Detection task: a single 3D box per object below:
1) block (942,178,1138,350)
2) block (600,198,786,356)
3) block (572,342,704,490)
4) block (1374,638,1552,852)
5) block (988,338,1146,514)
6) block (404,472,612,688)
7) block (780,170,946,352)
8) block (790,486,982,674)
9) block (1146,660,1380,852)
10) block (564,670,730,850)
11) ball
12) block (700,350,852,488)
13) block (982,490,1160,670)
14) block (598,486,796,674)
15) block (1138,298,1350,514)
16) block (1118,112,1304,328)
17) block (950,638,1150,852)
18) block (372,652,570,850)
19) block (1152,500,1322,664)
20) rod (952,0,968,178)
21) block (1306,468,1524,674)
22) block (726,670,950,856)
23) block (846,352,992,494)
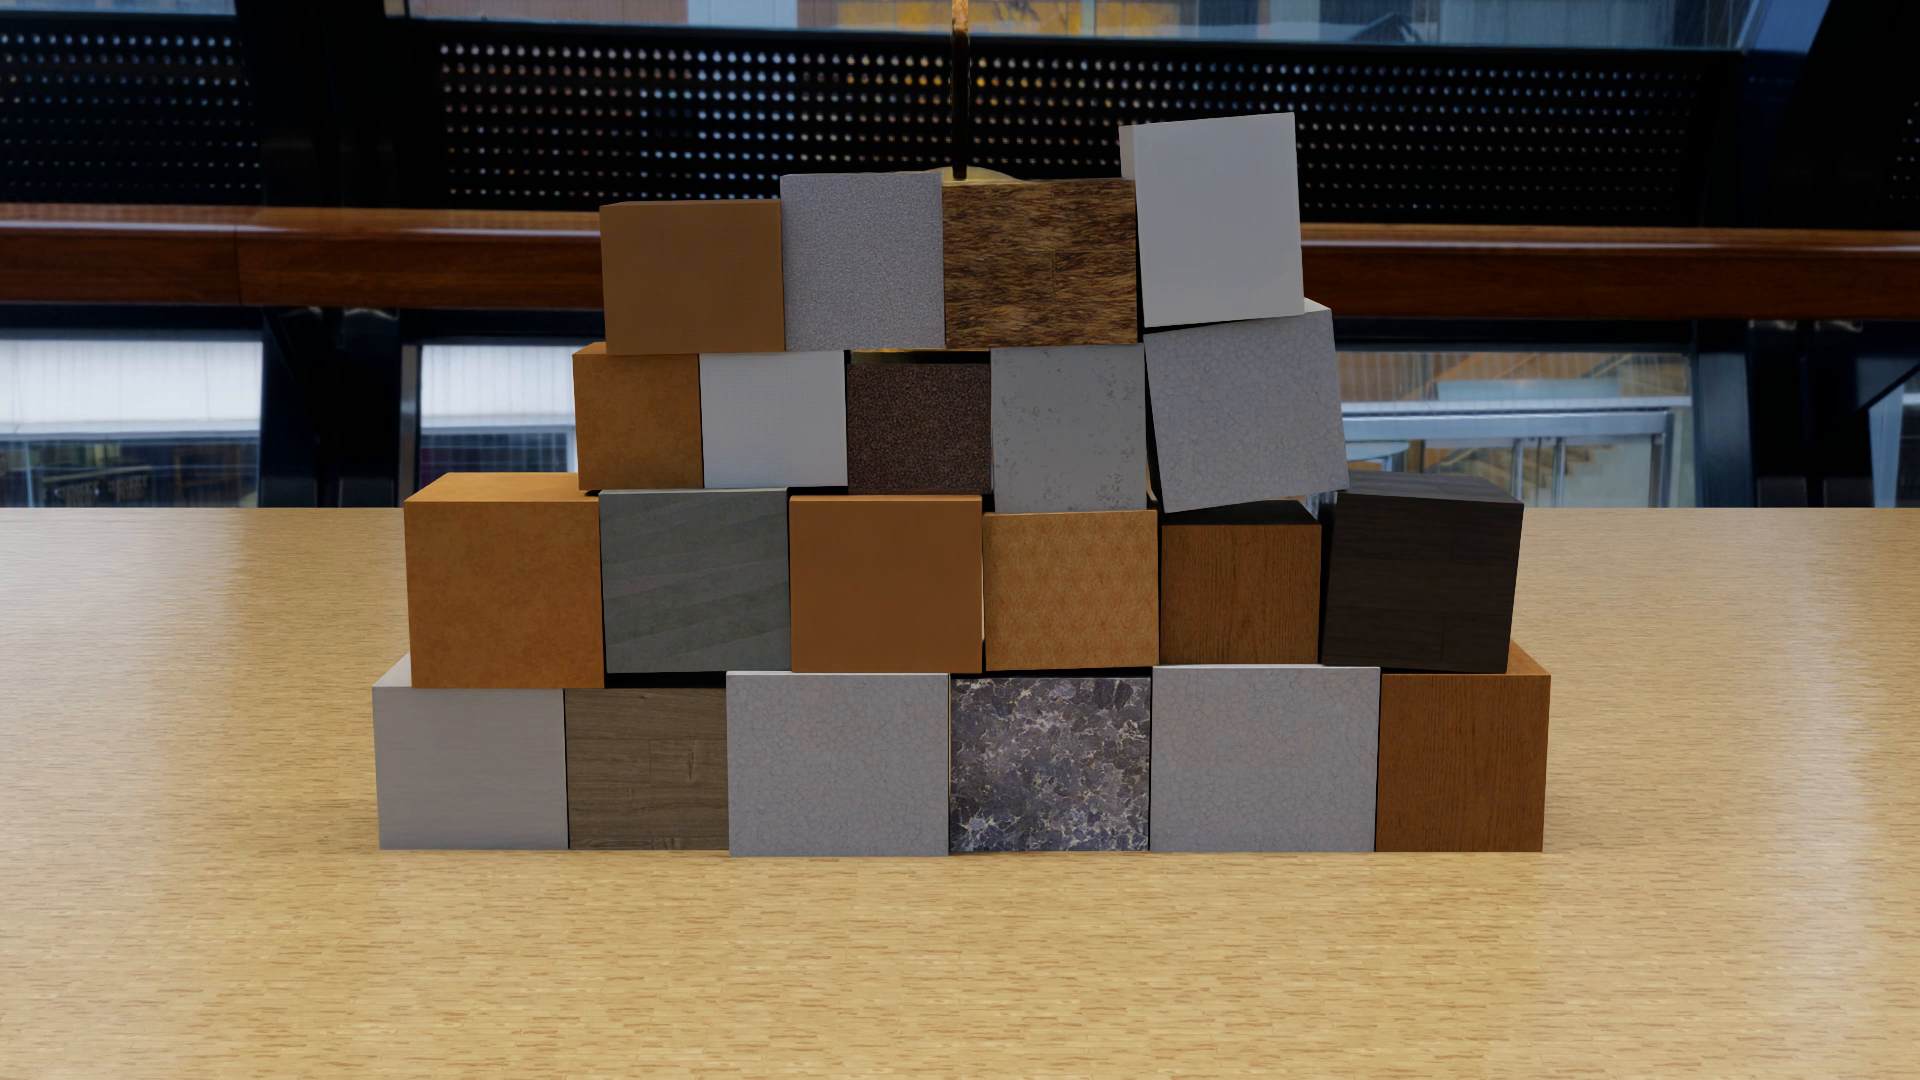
[{"bbox_3d":[0.383,-1.388,10.920,0.918,0.775,0.841,-2,10,0],"label":"block"},{"bbox_3d":[-1.282,-1.323,10.943,0.861,0.711,0.817,-1,10,0],"label":"block"},{"bbox_3d":[-1.573,-0.639,11.072,0.611,0.669,0.669,-1,10,0],"label":"block"},{"bbox_3d":[2.494,1.028,11.373,0.833,0.909,0.945,0,10,0],"label":"block"},{"bbox_3d":[0.530,-0.611,11.080,0.740,0.818,0.820,-2,10,0],"label":"block"},{"bbox_3d":[-2.228,0.188,11.216,0.947,0.934,0.943,0,10,0],"label":"block"},{"bbox_3d":[-0.467,-1.398,10.930,0.772,0.836,0.724,-1,10,0],"label":"block"},{"bbox_3d":[-0.359,0.138,11.220,0.932,0.857,1.054,0,10,0],"label":"block"},{"bbox_3d":[1.509,1.008,11.381,1.117,0.946,0.978,0,10,0],"label":"block"},{"bbox_3d":[-1.554,1.067,11.369,0.800,0.833,0.864,0,10,0],"label":"block"},{"bbox_3d":[0.000,-1.406,13.033,1.600,1.600,1.600,0,10,0],"label":"ball"},{"bbox_3d":[-0.907,-0.647,11.049,0.701,0.667,0.672,-1,10,0],"label":"block"},{"bbox_3d":[0.545,0.178,11.194,0.854,0.776,0.831,-2,10,0],"label":"block"},{"bbox_3d":[-1.291,0.127,11.195,0.911,0.893,0.910,-1,10,0],"label":"block"},{"bbox_3d":[1.395,-0.690,11.062,0.912,0.884,0.760,-8,10,1],"label":"block"},{"bbox_3d":[1.228,-1.595,10.867,0.764,0.953,0.891,-5,10,1],"label":"block"},{"bbox_3d":[0.446,1.040,11.374,0.988,0.885,0.911,0,10,0],"label":"block"},{"bbox_3d":[-2.437,1.065,11.356,0.946,0.842,0.823,0,10,0],"label":"block"},{"bbox_3d":[1.381,0.203,11.218,0.782,0.696,0.782,0,10,0],"label":"block"},{"bbox_3d":[0.000,-4.334,11.306,0.080,5.200,0.080,0,31,0],"label":"rod"},{"bbox_3d":[2.264,0.138,11.196,0.913,0.853,0.877,3,10,-1],"label":"block"},{"bbox_3d":[-0.601,1.016,11.383,1.086,0.929,1.118,0,10,0],"label":"block"},{"bbox_3d":[-0.199,-0.597,11.068,0.703,0.643,0.644,0,10,0],"label":"block"}]
